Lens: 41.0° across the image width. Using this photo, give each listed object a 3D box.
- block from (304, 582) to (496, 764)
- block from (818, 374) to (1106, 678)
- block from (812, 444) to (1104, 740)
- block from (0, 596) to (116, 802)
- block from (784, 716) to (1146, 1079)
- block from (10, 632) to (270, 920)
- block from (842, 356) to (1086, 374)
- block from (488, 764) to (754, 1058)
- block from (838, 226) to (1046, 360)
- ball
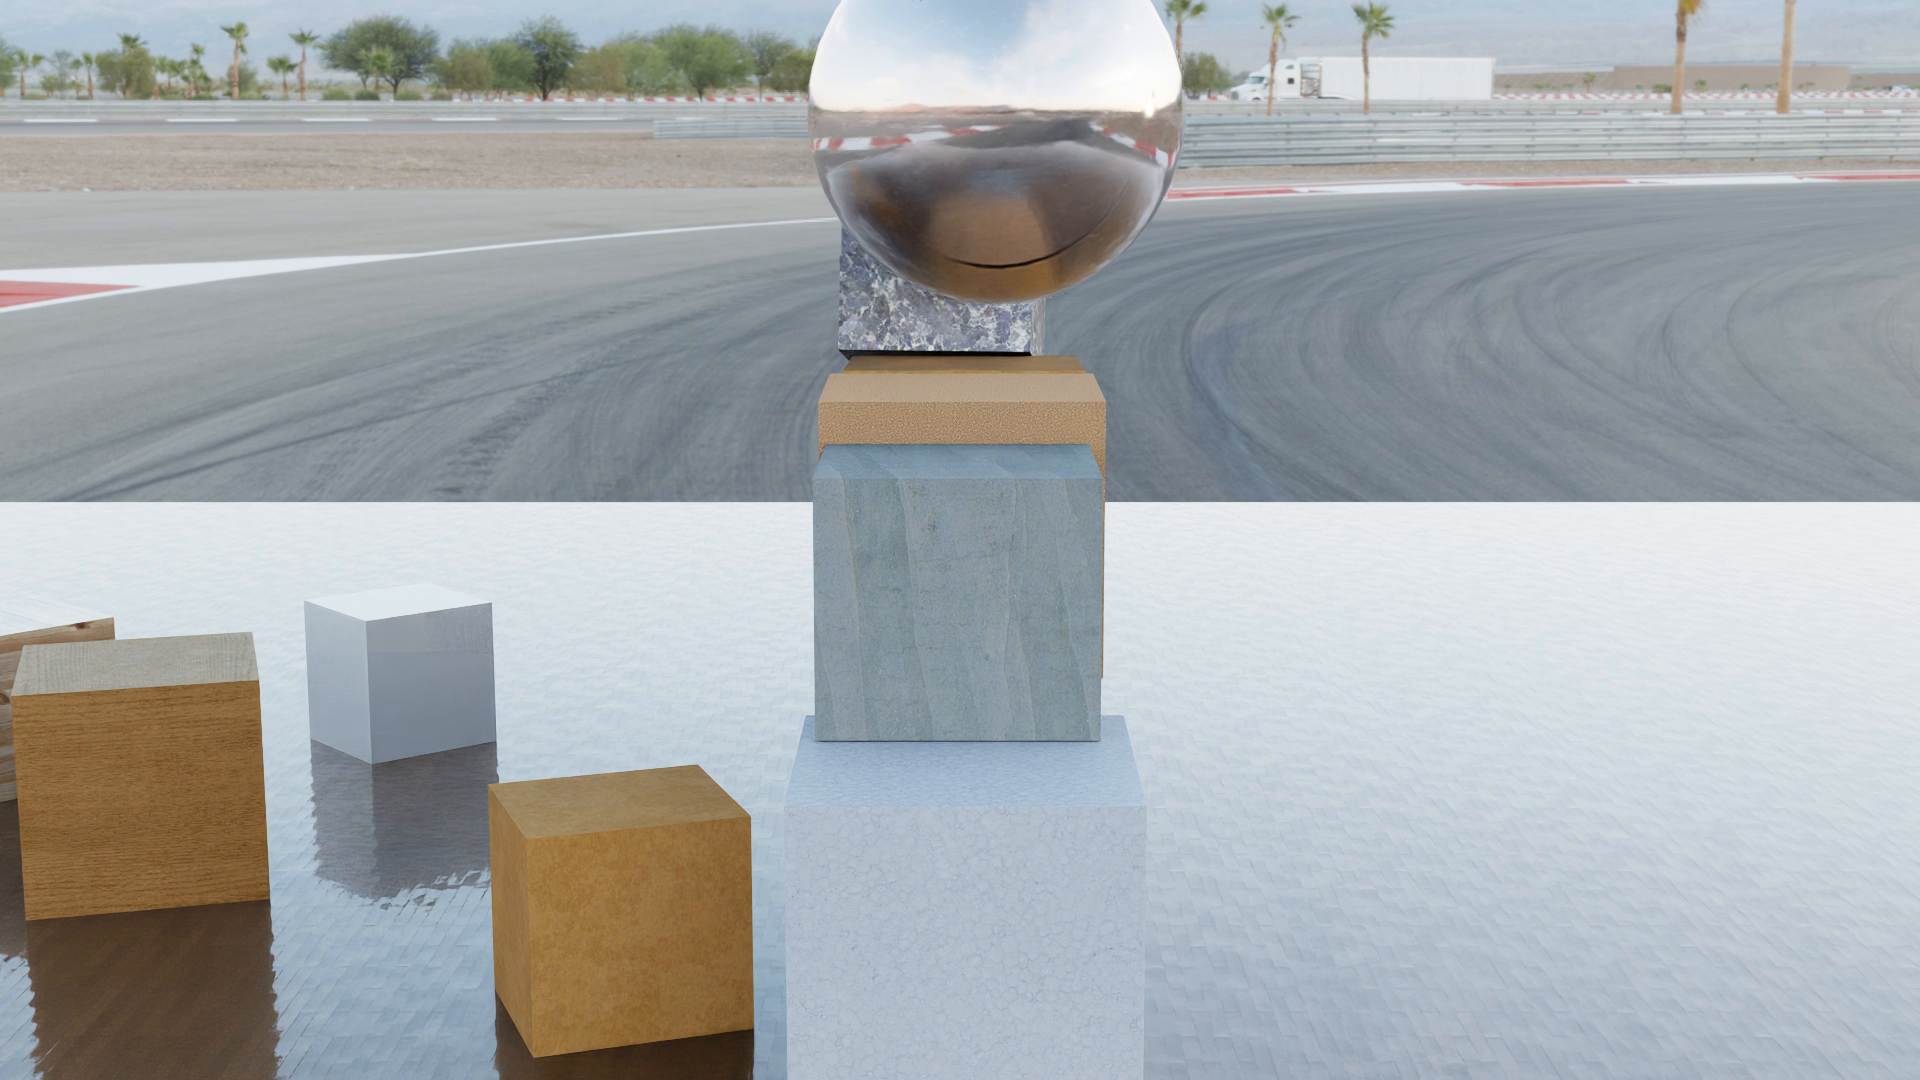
[{"bbox_3d":[-2.975,0.694,13.639,0.732,0.754,0.697,-9,13,-39],"label":"block"},{"bbox_3d":[0.007,-0.077,10.251,1.088,1.075,0.929,0,10,0],"label":"block"},{"bbox_3d":[-0.008,0.167,9.332,0.995,0.921,0.951,0,9,0],"label":"block"},{"bbox_3d":[-4.788,0.791,12.917,0.789,0.822,0.766,9,14,42],"label":"block"},{"bbox_3d":[0.017,1.335,8.847,1.154,1.207,1.174,0,10,0],"label":"block"},{"bbox_3d":[-3.593,1.010,11.301,0.993,0.969,1.002,-3,11,-17],"label":"block"},{"bbox_3d":[0.018,-0.247,11.240,1.008,1.059,1.030,0,8,0],"label":"block"},{"bbox_3d":[-1.288,1.378,9.694,0.828,0.820,0.766,-4,11,-20],"label":"block"},{"bbox_3d":[-0.063,-1.285,12.080,0.876,0.926,0.873,1,-4,6],"label":"block"},{"bbox_3d":[0.150,-1.802,10.853,1.600,1.600,1.600,0,10,0],"label":"ball"}]
